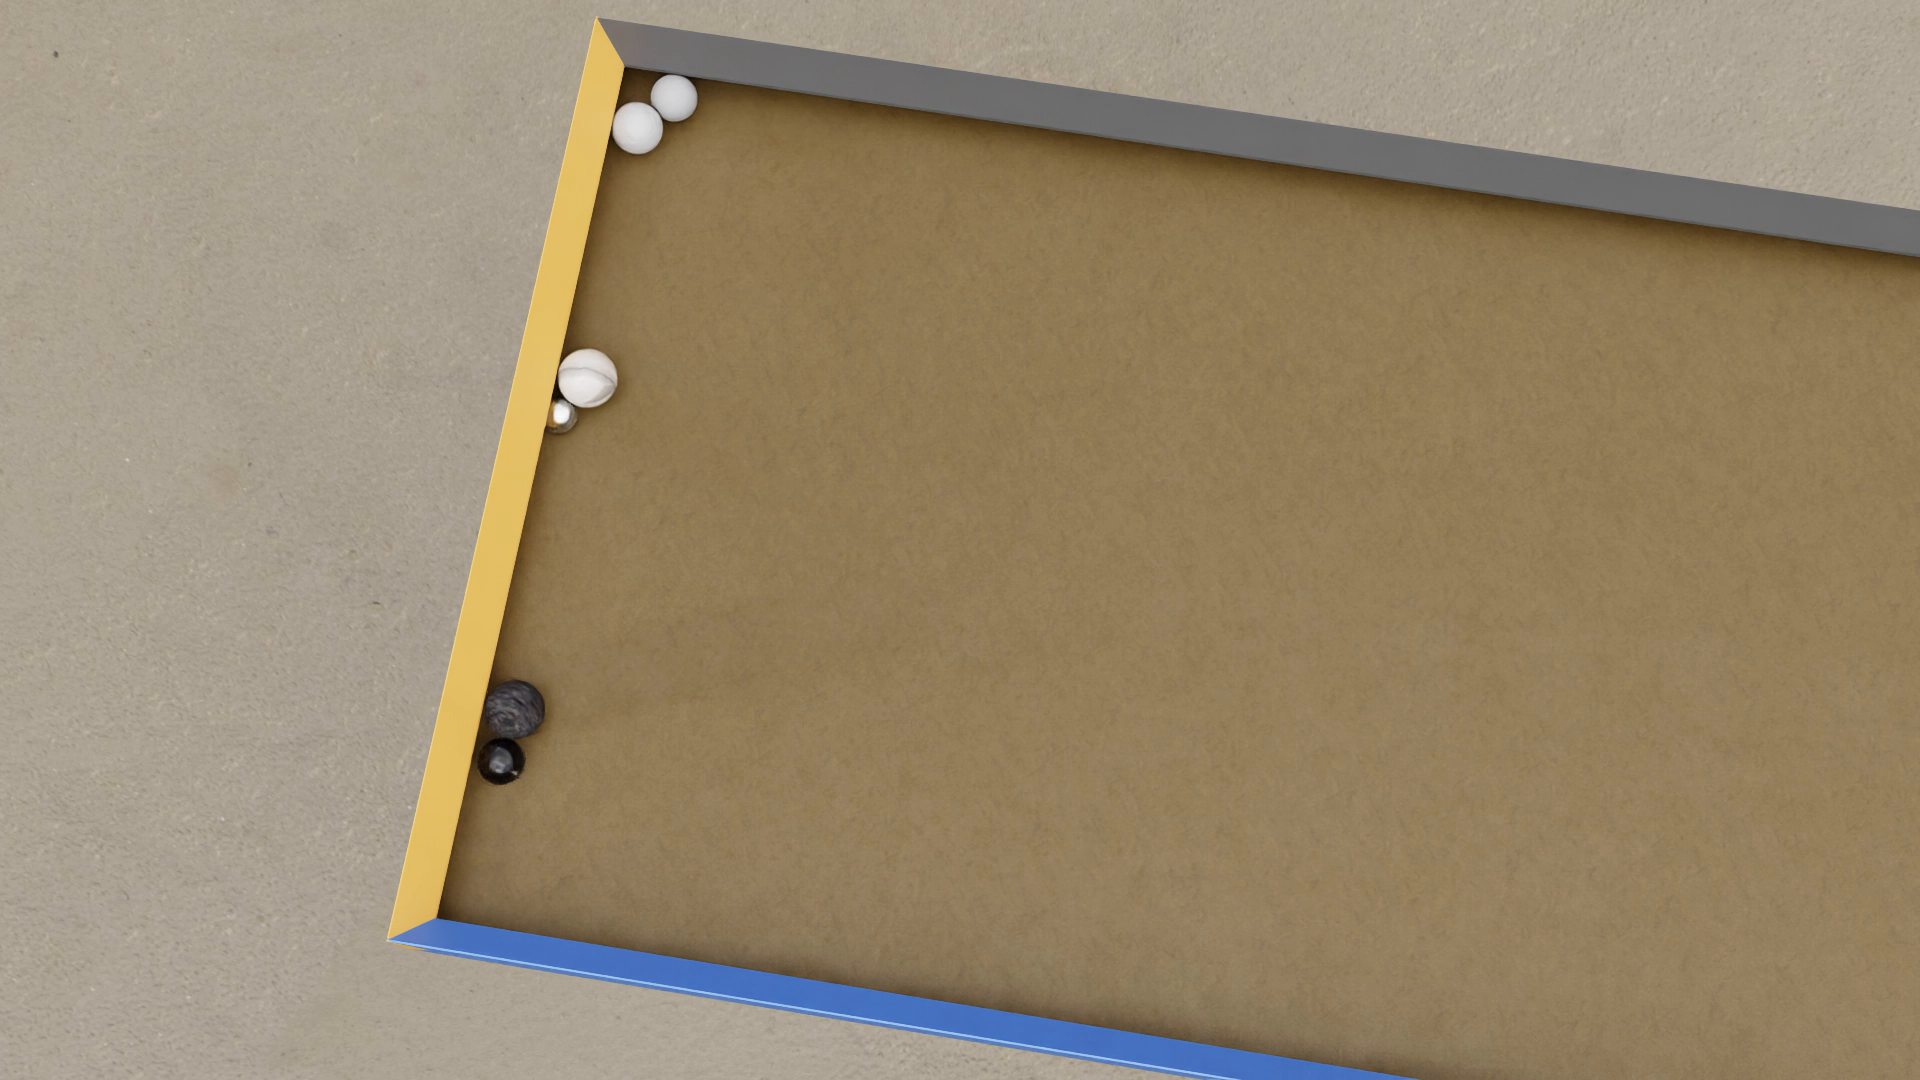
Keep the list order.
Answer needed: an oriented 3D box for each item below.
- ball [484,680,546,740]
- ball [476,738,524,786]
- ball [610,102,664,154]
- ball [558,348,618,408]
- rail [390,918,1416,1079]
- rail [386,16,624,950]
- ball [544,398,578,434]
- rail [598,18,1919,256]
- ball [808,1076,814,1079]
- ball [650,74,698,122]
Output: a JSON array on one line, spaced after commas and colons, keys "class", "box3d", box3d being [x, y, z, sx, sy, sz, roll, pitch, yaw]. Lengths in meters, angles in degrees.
[{"class": "ball", "box3d": [-0.662, 0.252, 3.274, 0.088, 0.088, 0.088, 0, 75, 0]}, {"class": "ball", "box3d": [-0.681, 0.329, 3.262, 0.070, 0.070, 0.070, 0, 75, 0]}, {"class": "ball", "box3d": [-0.518, -0.660, 3.525, 0.083, 0.083, 0.083, 0, 75, 0]}, {"class": "ball", "box3d": [-0.577, -0.251, 3.409, 0.092, 0.092, 0.092, 0, 75, 0]}, {"class": "rail", "box3d": [0.580, 0.775, 3.109, 2.807, 0.130, 0.045, 9, 75, 2]}, {"class": "rail", "box3d": [-0.669, -0.111, 3.350, 0.045, 0.130, 1.463, 9, 75, 2]}, {"class": "ball", "box3d": [-0.622, -0.193, 3.412, 0.055, 0.055, 0.055, 0, 75, 0]}, {"class": "rail", "box3d": [0.805, -0.574, 3.476, 2.807, 0.130, 0.045, 9, 75, 2]}, {"class": "ball", "box3d": [-2.067, 7.472, 30.493, 0.100, 0.100, 0.100, 0, 75, 0]}, {"class": "ball", "box3d": [-0.460, -0.712, 3.543, 0.076, 0.076, 0.076, 0, 75, 0]}]
